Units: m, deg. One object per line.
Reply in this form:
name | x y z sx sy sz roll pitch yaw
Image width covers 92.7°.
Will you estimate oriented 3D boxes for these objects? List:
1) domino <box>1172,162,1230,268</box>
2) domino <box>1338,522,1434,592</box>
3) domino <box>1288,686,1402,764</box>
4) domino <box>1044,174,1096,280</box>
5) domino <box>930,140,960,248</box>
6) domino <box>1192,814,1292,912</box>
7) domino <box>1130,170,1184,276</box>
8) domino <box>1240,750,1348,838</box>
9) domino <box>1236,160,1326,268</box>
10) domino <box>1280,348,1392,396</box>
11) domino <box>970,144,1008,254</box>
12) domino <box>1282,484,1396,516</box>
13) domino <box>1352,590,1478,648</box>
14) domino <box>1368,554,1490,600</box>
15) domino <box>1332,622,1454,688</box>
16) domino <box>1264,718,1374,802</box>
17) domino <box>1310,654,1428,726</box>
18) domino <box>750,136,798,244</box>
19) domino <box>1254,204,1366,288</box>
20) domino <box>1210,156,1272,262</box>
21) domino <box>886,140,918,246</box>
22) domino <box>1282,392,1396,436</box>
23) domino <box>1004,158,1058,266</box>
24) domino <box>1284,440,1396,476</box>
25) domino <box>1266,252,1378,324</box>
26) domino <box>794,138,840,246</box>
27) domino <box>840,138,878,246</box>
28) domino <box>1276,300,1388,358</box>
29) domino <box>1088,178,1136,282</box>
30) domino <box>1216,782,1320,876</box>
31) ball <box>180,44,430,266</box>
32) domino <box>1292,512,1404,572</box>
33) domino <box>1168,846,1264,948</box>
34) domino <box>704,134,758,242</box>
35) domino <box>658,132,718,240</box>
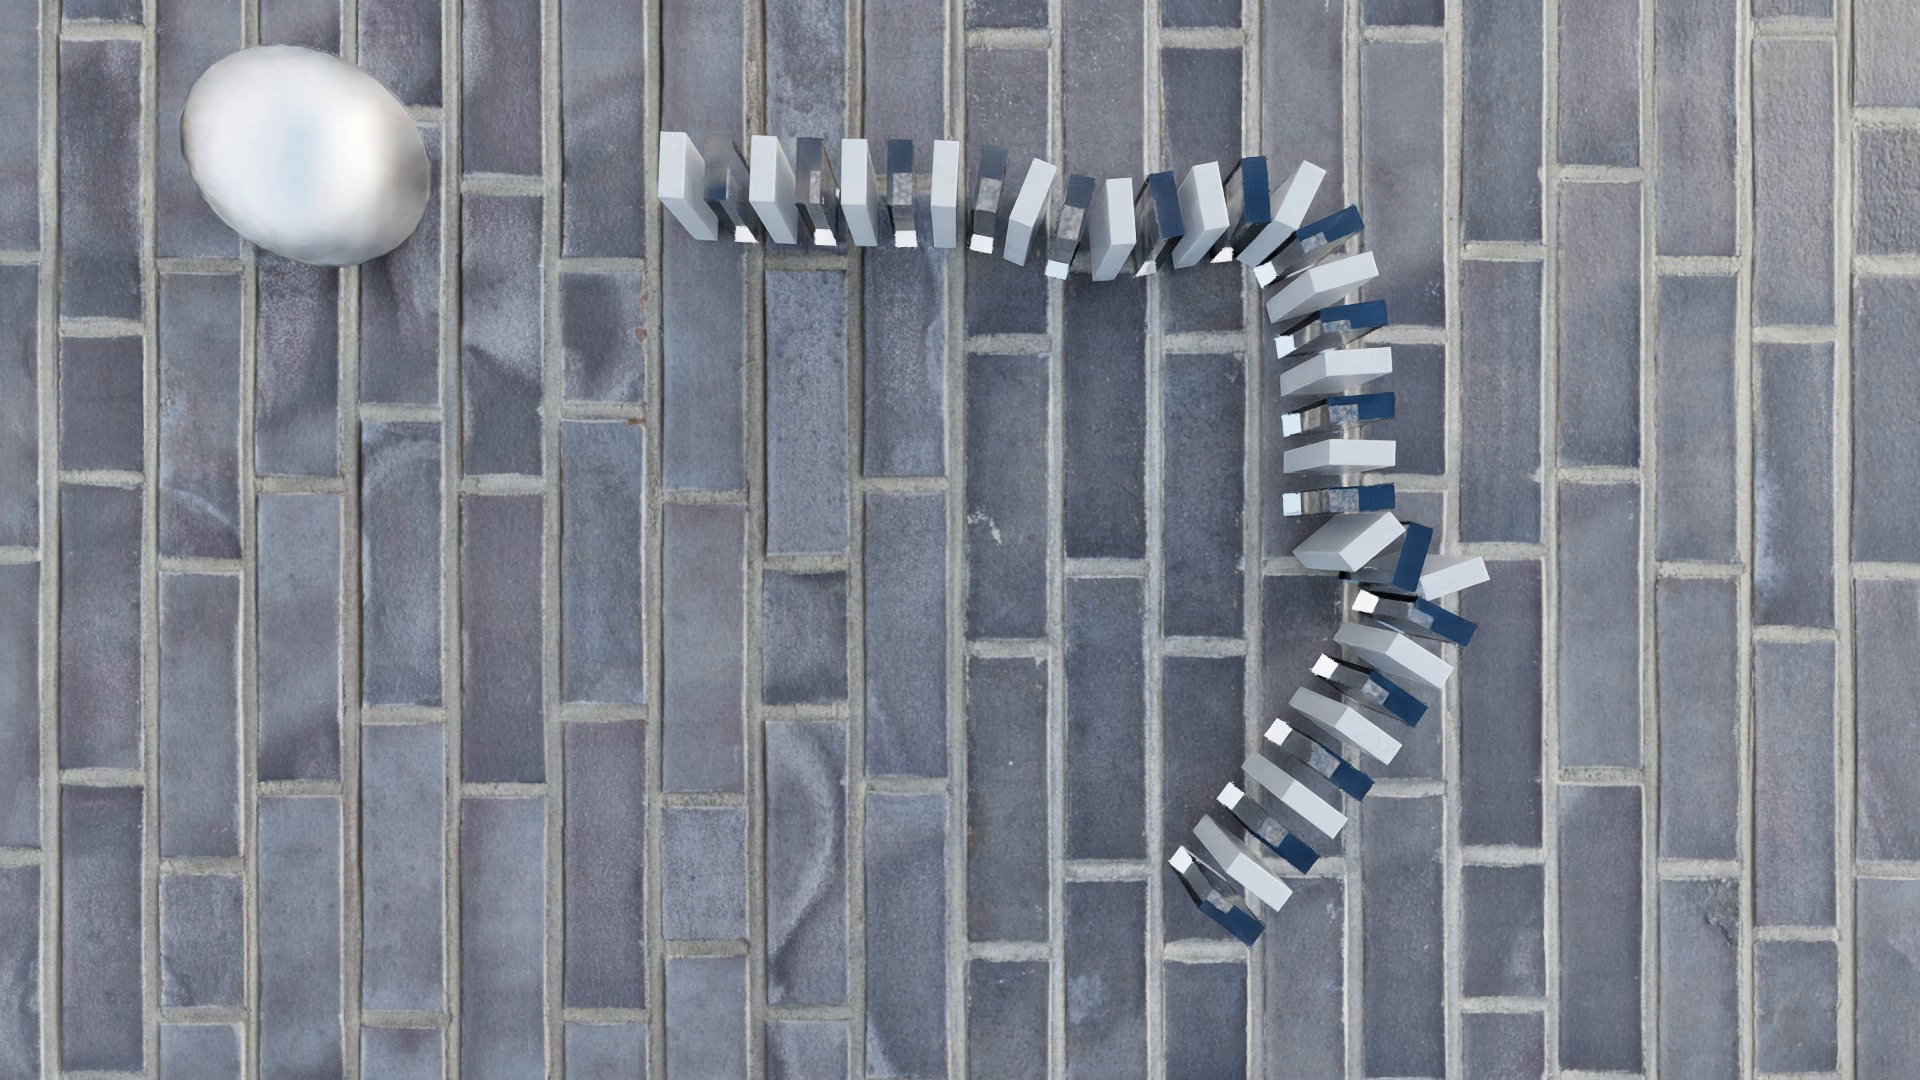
domino | 0.096 -0.131 0.375 0.009 0.050 0.025 -11 90 0
domino | 0.173 0.006 0.375 0.009 0.050 0.025 17 90 0
domino | 0.156 0.075 0.375 0.025 0.050 0.010 36 90 0
domino | 0.044 -0.127 0.375 0.009 0.050 0.025 13 90 0
domino | -0.006 -0.140 0.375 0.009 0.050 0.025 3 90 0
domino | 0.114 0.131 0.375 0.025 0.050 0.010 37 90 0
domino | 0.079 -0.128 0.375 0.010 0.050 0.025 -11 90 0
domino | 0.135 0.103 0.375 0.025 0.050 0.010 37 90 0
domino | 0.130 -0.132 0.375 0.010 0.050 0.025 26 90 0
domino | 0.152 -0.068 0.375 0.025 0.050 0.010 -4 90 0
domino | 0.012 -0.138 0.375 0.009 0.050 0.025 11 90 0
domino | 0.154 -0.016 0.375 0.025 0.050 0.010 -3 90 0
domino | 0.184 0.031 0.375 0.025 0.050 0.010 26 90 0
domino | 0.189 0.015 0.375 0.025 0.050 0.010 -19 90 0
domino | 0.176 0.046 0.375 0.025 0.050 0.009 32 90 0
domino | 0.146 0.089 0.375 0.025 0.050 0.010 36 90 0
domino | 0.166 0.061 0.375 0.025 0.050 0.009 35 90 0
domino | -0.075 -0.142 0.375 0.009 0.050 0.025 2 90 0
domino | 0.141 -0.119 0.375 0.025 0.050 0.010 -24 90 0
domino | 0.113 -0.134 0.375 0.010 0.050 0.025 -5 90 0
domino | -0.023 -0.141 0.375 0.009 0.050 0.025 1 90 0
domino | 0.154 -0.051 0.375 0.025 0.050 0.010 -5 90 0
domino | 0.028 -0.133 0.375 0.009 0.050 0.025 23 90 0
domino | 0.154 -0.033 0.375 0.025 0.050 0.010 1 90 0
domino | 0.147 -0.102 0.375 0.025 0.050 0.010 -16 90 0
domino | -0.058 -0.141 0.375 0.009 0.050 0.025 2 90 0
domino | -0.041 -0.141 0.375 0.009 0.050 0.025 1 90 0
domino | 0.151 -0.086 0.375 0.025 0.050 0.010 -8 90 0
domino | 0.062 -0.126 0.375 0.009 0.050 0.025 -4 90 0
domino | 0.125 0.117 0.375 0.025 0.050 0.009 37 90 0
ball | -0.254 -0.149 0.360 0.080 0.080 0.080 0 90 0
domino | 0.158 0.001 0.375 0.025 0.050 0.010 -40 90 0
domino | 0.104 0.145 0.375 0.025 0.050 0.009 37 90 0
domino | -0.093 -0.143 0.375 0.009 0.050 0.025 2 90 0
domino | -0.110 -0.143 0.375 0.009 0.050 0.025 2 90 0
